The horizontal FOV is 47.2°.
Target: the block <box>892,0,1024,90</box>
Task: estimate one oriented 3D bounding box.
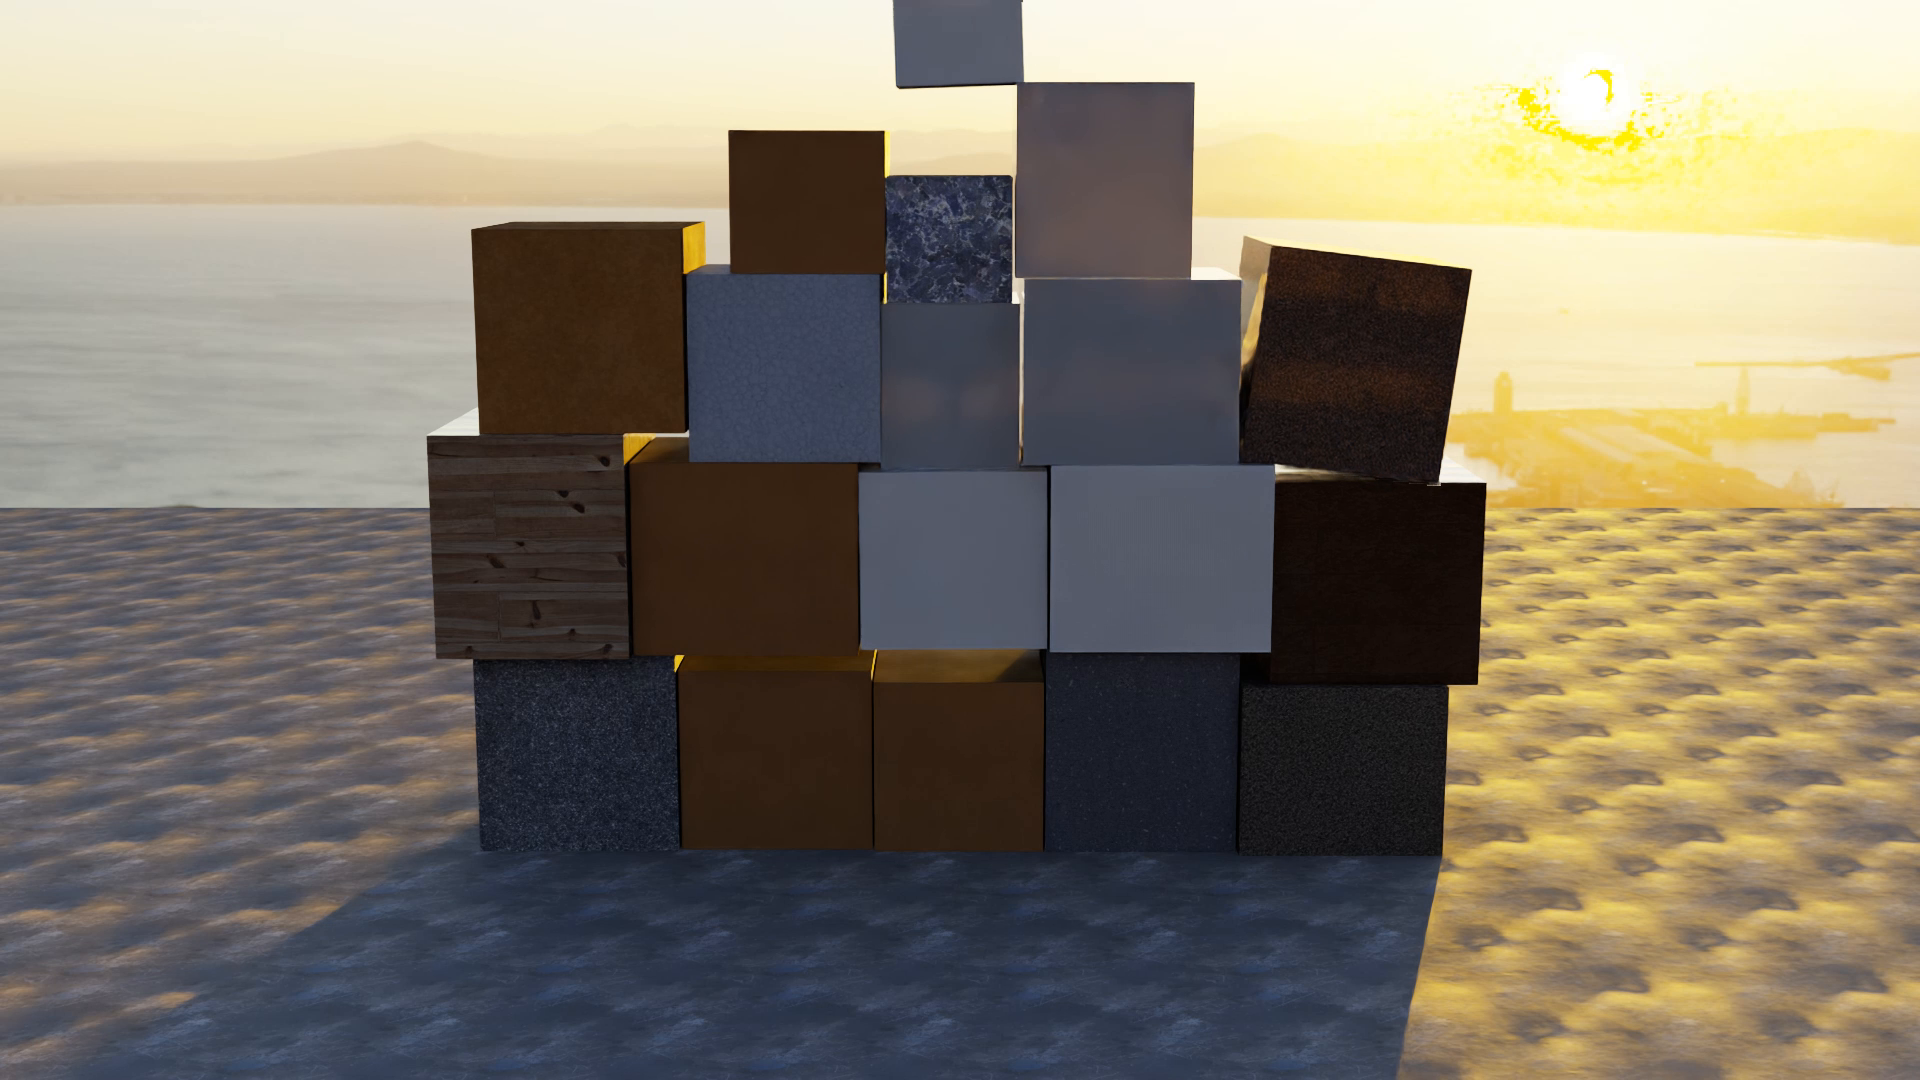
[{"bbox_3d":[-0.010,-2.504,10.723,0.614,0.567,0.642,-2,10,0],"label":"block"}]

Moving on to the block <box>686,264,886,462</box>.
[{"bbox_3d":[-0.847,-0.901,11.009,0.924,0.903,0.887,0,10,0],"label":"block"}]

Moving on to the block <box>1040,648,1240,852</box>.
[{"bbox_3d":[0.900,0.962,11.367,0.951,1.041,0.962,0,10,0],"label":"block"}]

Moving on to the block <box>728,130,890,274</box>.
[{"bbox_3d":[-0.731,-1.680,10.876,0.746,0.678,0.729,0,10,0],"label":"block"}]

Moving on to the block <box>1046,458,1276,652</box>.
[{"bbox_3d":[0.977,0.001,11.171,1.078,0.920,1.063,0,10,0],"label":"block"}]

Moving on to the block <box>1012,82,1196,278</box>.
[{"bbox_3d":[0.688,-1.783,10.866,0.842,0.922,0.834,0,10,0],"label":"block"}]

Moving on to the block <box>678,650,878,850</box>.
[{"bbox_3d":[-0.915,1.021,11.377,0.957,0.920,0.877,0,10,0],"label":"block"}]

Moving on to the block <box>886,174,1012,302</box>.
[{"bbox_3d":[-0.052,-1.502,10.905,0.610,0.597,0.691,0,10,0],"label":"block"}]

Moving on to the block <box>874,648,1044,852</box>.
[{"bbox_3d":[-0.006,1.049,11.365,0.842,0.869,0.900,0,10,0],"label":"block"}]

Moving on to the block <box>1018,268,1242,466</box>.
[{"bbox_3d":[0.822,-0.888,11.006,1.035,0.889,1.005,0,10,0],"label":"block"}]

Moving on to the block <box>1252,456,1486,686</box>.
[{"bbox_3d":[2.040,0.131,11.223,1.025,1.009,0.968,0,10,0],"label":"block"}]

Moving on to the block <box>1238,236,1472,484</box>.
[{"bbox_3d":[1.893,-0.928,11.023,0.965,1.040,1.030,7,10,-1],"label":"block"}]

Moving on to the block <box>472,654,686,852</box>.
[{"bbox_3d":[-1.901,0.981,11.340,0.994,1.013,0.871,0,10,0],"label":"block"}]

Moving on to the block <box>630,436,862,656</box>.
[{"bbox_3d":[-1.047,0.014,11.170,1.103,0.954,0.951,0,10,0],"label":"block"}]

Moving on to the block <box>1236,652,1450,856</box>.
[{"bbox_3d":[1.892,1.053,11.373,1.012,0.858,1.053,0,10,0],"label":"block"}]

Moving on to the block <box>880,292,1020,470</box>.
[{"bbox_3d":[-0.047,-0.812,11.036,0.674,0.809,0.796,0,10,0],"label":"block"}]

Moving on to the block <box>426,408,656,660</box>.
[{"bbox_3d":[-2.081,-0.060,11.166,0.941,1.098,1.121,0,10,0],"label":"block"}]

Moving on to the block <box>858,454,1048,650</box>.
[{"bbox_3d":[-0.033,0.023,11.176,0.916,0.880,0.913,0,10,0],"label":"block"}]

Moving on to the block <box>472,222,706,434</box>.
[{"bbox_3d":[-1.819,-1.083,10.995,0.991,0.974,1.016,0,10,0],"label":"block"}]
